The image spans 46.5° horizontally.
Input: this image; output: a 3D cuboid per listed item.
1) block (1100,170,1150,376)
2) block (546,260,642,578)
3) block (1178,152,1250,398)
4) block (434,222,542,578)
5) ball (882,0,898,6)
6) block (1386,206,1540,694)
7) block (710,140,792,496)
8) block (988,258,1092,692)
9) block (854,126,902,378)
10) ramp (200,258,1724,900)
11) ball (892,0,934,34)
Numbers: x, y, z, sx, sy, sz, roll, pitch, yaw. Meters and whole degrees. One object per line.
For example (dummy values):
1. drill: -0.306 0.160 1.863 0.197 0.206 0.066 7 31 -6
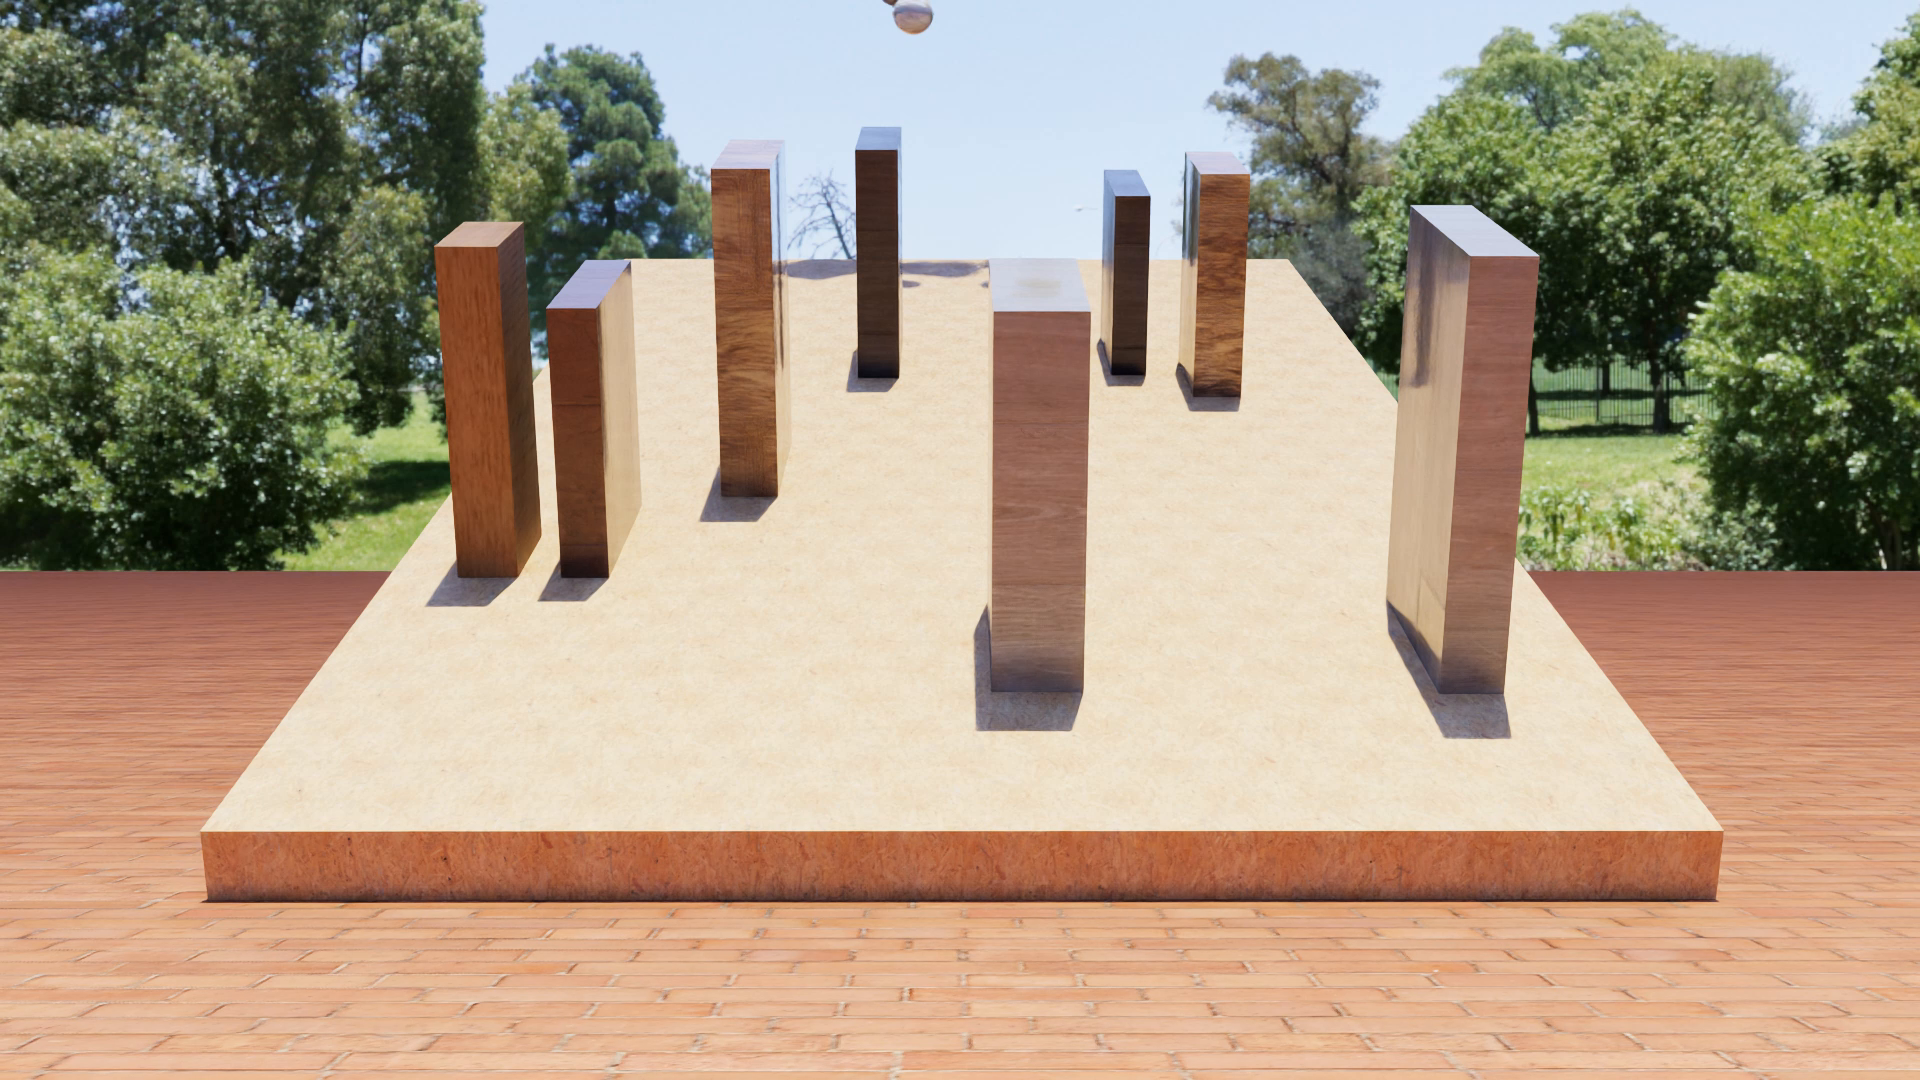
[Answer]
1. block: 0.402 -0.660 5.466 0.083 0.429 0.410 0 18 0
2. block: -0.656 -0.228 4.040 0.084 0.479 0.433 0 18 0
3. block: 0.590 -0.626 5.224 0.110 0.512 0.351 0 18 0
4. block: -0.826 -0.249 3.933 0.105 0.584 0.240 0 18 0
5. ball: -0.177 -1.625 6.498 0.149 0.149 0.149 0 -1 0
6. block: 0.777 -0.153 3.501 0.099 0.671 0.440 0 18 0
7. block: -0.412 -0.451 4.468 0.111 0.641 0.397 0 18 0
8. block: 0.117 -0.112 3.505 0.141 0.589 0.411 0 18 0
9. block: -0.193 -0.704 5.418 0.099 0.539 0.408 0 18 0
10. ramp: -0.003 -0.185 4.852 2.000 0.100 4.000 0 18 0
11. ball: -0.132 -1.487 6.315 0.115 0.115 0.115 0 -1 0
